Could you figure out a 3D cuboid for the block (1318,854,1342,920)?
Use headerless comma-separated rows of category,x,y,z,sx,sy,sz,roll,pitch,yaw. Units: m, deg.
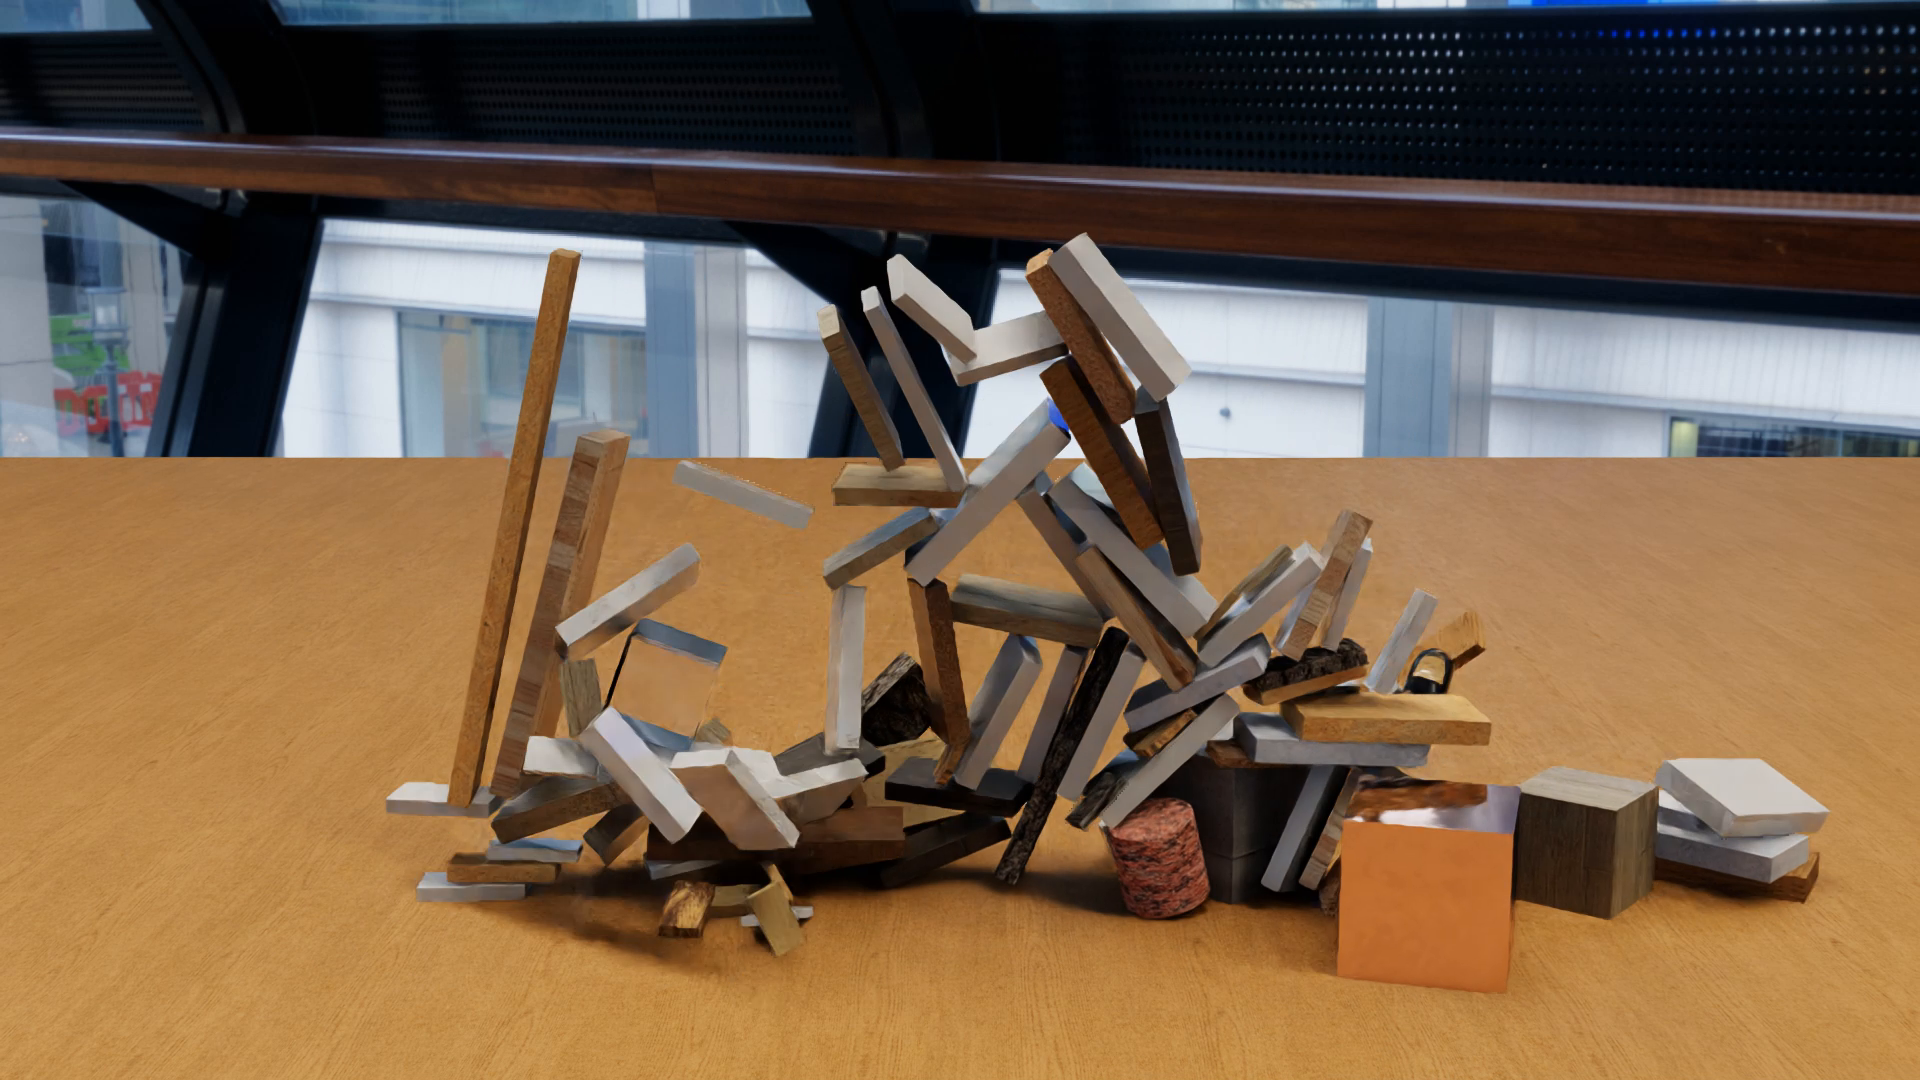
block,0.654,0.507,3.571,0.030,0.211,0.105,31,12,-2

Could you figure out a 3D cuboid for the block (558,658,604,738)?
block,-0.587,0.245,3.418,0.058,0.115,0.016,-9,3,-5

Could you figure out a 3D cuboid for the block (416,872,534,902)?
block,-0.809,0.577,3.672,0.177,0.025,0.089,-2,9,-3

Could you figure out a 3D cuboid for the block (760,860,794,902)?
block,-0.299,0.556,3.593,0.018,0.064,0.128,-31,2,-10

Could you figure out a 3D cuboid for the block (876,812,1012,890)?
block,-0.030,0.517,3.743,0.230,0.033,0.115,-23,12,-1

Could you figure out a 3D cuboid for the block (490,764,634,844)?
block,-0.626,0.414,3.678,0.298,0.042,0.149,-20,18,21

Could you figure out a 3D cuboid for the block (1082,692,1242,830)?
block,0.327,0.346,3.609,0.286,0.041,0.143,-43,10,0

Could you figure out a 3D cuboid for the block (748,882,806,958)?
block,-0.279,0.576,3.344,0.051,0.103,0.015,-28,14,-19

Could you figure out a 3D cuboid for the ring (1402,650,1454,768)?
ring,0.835,0.305,3.986,0.075,0.225,0.225,18,15,14

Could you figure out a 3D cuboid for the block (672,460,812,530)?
block,-0.340,-0.071,3.449,0.219,0.031,0.109,21,3,-4

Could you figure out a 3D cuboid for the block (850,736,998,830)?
block,-0.063,0.443,4.040,0.304,0.152,0.043,-8,-15,-37

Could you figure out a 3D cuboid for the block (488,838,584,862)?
block,-0.712,0.520,3.692,0.149,0.021,0.075,3,5,-3

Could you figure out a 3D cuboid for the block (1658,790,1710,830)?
block,1.215,0.460,3.804,0.095,0.027,0.189,-7,12,-42

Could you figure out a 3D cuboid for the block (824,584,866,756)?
block,-0.190,0.216,3.624,0.038,0.266,0.133,4,-12,-12

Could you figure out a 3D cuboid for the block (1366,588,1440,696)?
block,0.720,0.166,3.583,0.025,0.177,0.089,28,5,-1

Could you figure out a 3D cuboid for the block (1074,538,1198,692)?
block,0.287,0.113,3.563,0.038,0.267,0.134,-36,4,15

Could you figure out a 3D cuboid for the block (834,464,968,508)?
block,-0.095,-0.088,3.583,0.202,0.029,0.101,2,24,11

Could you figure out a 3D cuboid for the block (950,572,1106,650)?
block,0.115,0.117,3.677,0.254,0.036,0.127,11,23,7

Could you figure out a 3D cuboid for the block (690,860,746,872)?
block,-0.433,0.527,3.701,0.149,0.021,0.075,-6,23,6

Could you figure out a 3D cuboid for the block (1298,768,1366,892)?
block,0.619,0.480,3.634,0.030,0.211,0.105,26,-5,13

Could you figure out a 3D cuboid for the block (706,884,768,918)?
block,-0.385,0.590,3.589,0.149,0.021,0.075,-2,16,-8

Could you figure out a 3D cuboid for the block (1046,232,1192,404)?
block,0.251,-0.351,3.447,0.040,0.280,0.140,-37,3,23

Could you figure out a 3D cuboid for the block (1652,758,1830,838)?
block,1.315,0.431,3.696,0.308,0.044,0.154,5,28,-41

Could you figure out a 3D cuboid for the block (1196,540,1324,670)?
block,0.485,0.104,3.566,0.241,0.034,0.121,-43,4,14

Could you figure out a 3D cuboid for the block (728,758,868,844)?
block,-0.263,0.417,3.530,0.234,0.117,0.033,-8,56,-51

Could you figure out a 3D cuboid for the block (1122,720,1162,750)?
block,0.316,0.304,3.632,0.105,0.015,0.053,-40,7,2

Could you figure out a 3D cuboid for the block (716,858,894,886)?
block,-0.264,0.527,3.769,0.304,0.043,0.152,-9,11,-4

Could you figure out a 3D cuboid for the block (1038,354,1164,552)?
block,0.239,-0.147,3.545,0.046,0.323,0.162,-29,4,15

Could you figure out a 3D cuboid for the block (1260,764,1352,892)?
block,0.571,0.469,3.628,0.033,0.230,0.115,25,3,24

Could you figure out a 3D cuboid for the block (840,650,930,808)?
block,-0.166,0.360,4.034,0.304,0.152,0.043,-45,47,-7

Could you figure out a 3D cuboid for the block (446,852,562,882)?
block,-0.761,0.547,3.676,0.177,0.025,0.089,1,7,-3

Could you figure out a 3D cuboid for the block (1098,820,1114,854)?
block,0.308,0.493,3.872,0.129,0.064,0.018,-33,27,-16

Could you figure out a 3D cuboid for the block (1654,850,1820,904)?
block,1.293,0.551,3.757,0.308,0.044,0.154,6,12,28

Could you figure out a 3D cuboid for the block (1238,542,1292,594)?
block,0.492,0.046,3.545,0.101,0.014,0.050,-43,4,6

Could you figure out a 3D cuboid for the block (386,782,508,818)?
block,-0.856,0.434,3.671,0.177,0.025,0.089,1,12,9

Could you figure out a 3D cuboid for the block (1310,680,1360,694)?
block,0.610,0.242,3.659,0.100,0.014,0.050,2,12,-8

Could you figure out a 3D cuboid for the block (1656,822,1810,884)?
block,1.261,0.510,3.742,0.308,0.044,0.154,10,14,42

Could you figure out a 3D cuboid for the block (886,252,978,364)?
block,-0.043,-0.358,3.412,0.026,0.092,0.184,-31,-45,23

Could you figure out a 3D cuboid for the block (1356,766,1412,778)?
block,0.740,0.406,3.673,0.211,0.030,0.105,30,-1,-33

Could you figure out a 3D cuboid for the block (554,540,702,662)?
block,-0.537,0.104,3.557,0.257,0.036,0.128,-34,-10,-19

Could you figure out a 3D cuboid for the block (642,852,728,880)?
block,-0.457,0.527,3.650,0.128,0.018,0.064,-12,23,-16

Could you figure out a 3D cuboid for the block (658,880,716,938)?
block,-0.436,0.591,3.522,0.064,0.018,0.128,4,25,5

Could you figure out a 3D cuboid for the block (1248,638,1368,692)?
block,0.562,0.204,3.588,0.184,0.026,0.092,-14,10,-5

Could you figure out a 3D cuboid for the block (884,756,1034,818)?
block,0.000,0.420,3.749,0.230,0.033,0.115,6,19,19
